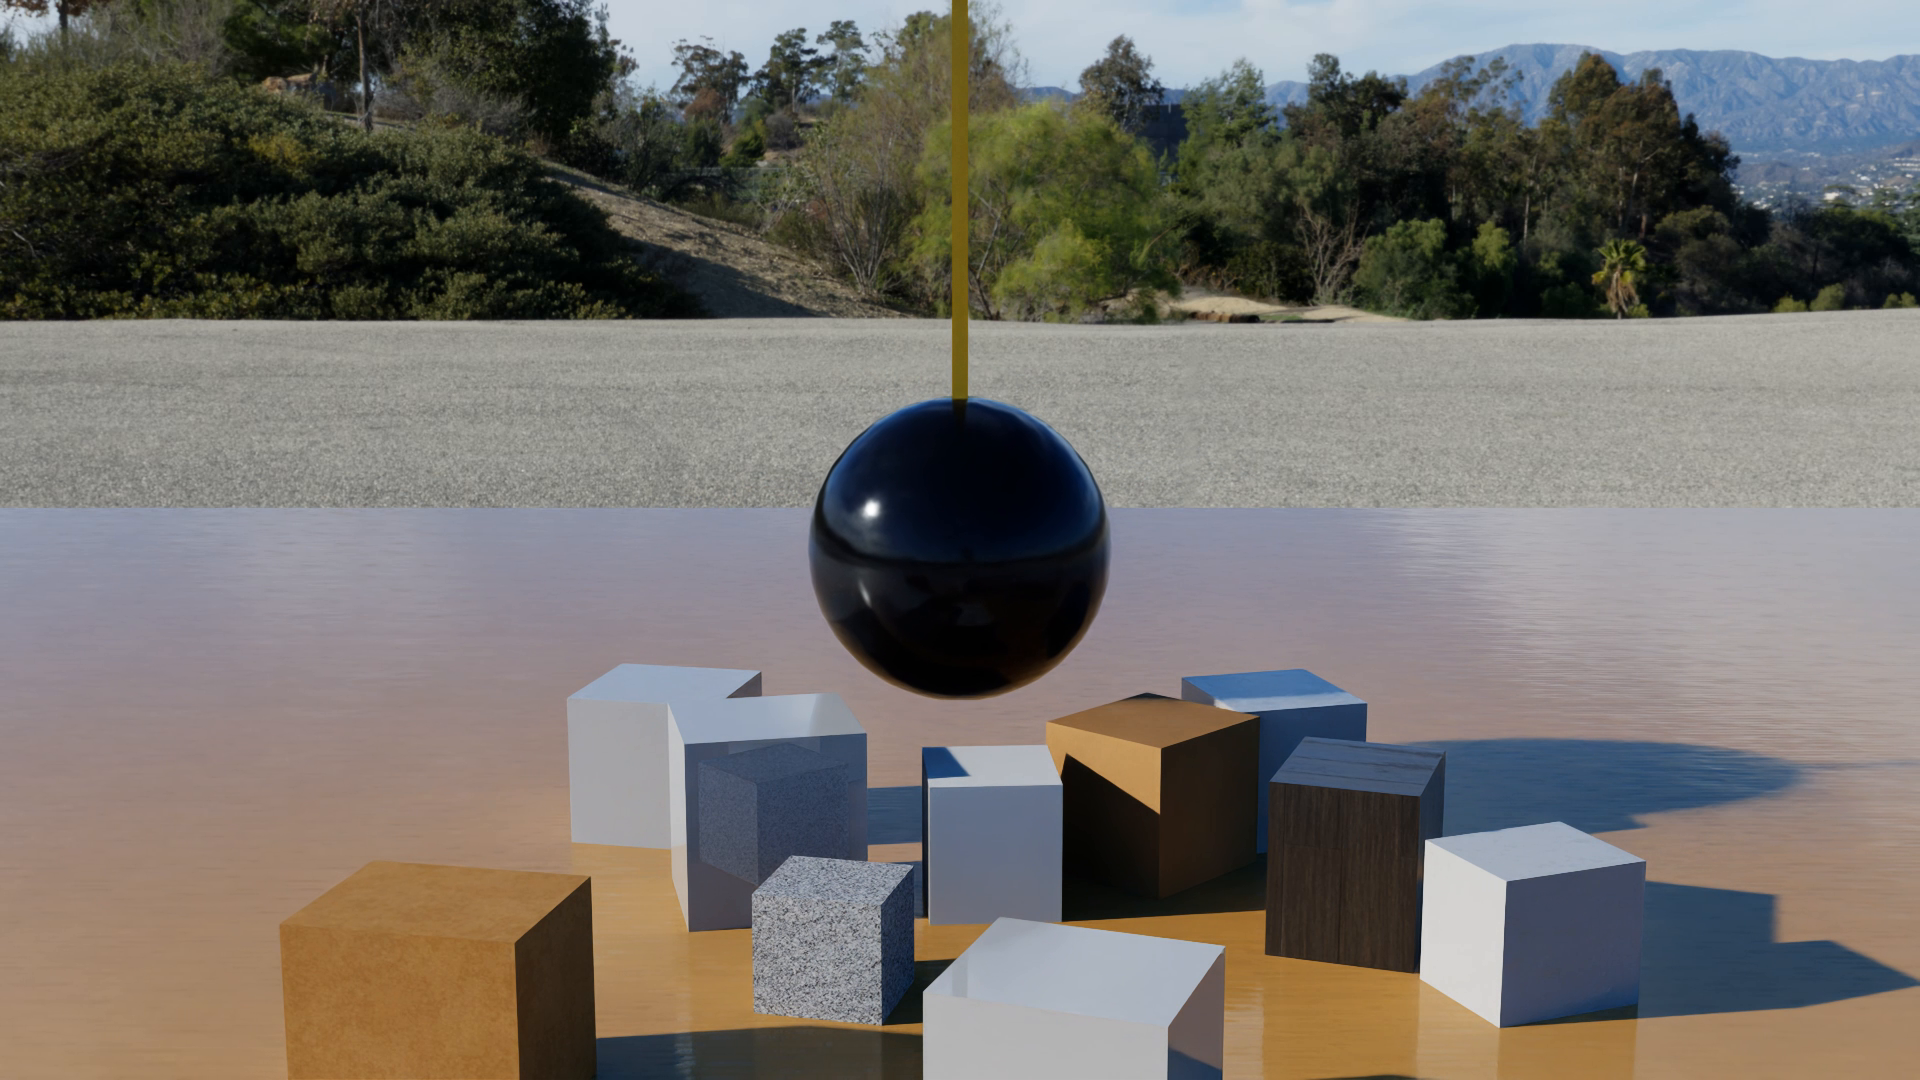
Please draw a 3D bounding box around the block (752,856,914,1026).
[{"bbox_3d":[-0.517,1.646,9.094,0.542,0.507,0.505,3,11,14],"label":"block"}]

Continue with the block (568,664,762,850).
[{"bbox_3d":[-1.506,1.110,11.354,0.776,0.754,0.758,2,11,12],"label":"block"}]

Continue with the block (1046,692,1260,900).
[{"bbox_3d":[0.940,1.231,10.739,0.699,0.736,0.785,9,14,42],"label":"block"}]

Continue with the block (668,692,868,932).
[{"bbox_3d":[-0.905,1.249,10.257,0.821,0.873,0.763,-2,11,-13],"label":"block"}]

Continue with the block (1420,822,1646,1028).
[{"bbox_3d":[2.372,1.583,9.139,0.680,0.614,0.567,-4,11,-21],"label":"block"}]

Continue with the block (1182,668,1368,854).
[{"bbox_3d":[1.599,1.127,11.324,0.694,0.731,0.754,-3,11,-16],"label":"block"}]

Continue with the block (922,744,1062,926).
[{"bbox_3d":[0.140,1.364,10.252,0.601,0.649,0.663,-1,10,-4],"label":"block"}]

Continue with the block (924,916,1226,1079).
[{"bbox_3d":[0.405,1.816,7.575,0.840,0.717,0.765,4,11,20],"label":"block"}]

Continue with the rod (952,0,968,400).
[{"bbox_3d":[0.000,-3.259,10.744,0.080,5.200,0.080,0,14,0],"label":"rod"}]

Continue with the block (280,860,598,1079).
[{"bbox_3d":[-1.894,1.692,8.077,0.885,0.780,0.716,2,11,12],"label":"block"}]

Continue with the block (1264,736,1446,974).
[{"bbox_3d":[1.766,1.380,9.781,0.643,0.785,0.774,4,11,20],"label":"block"}]

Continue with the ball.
[{"bbox_3d":[0.000,0.045,11.549,1.600,1.600,1.600,0,10,0],"label":"ball"}]
